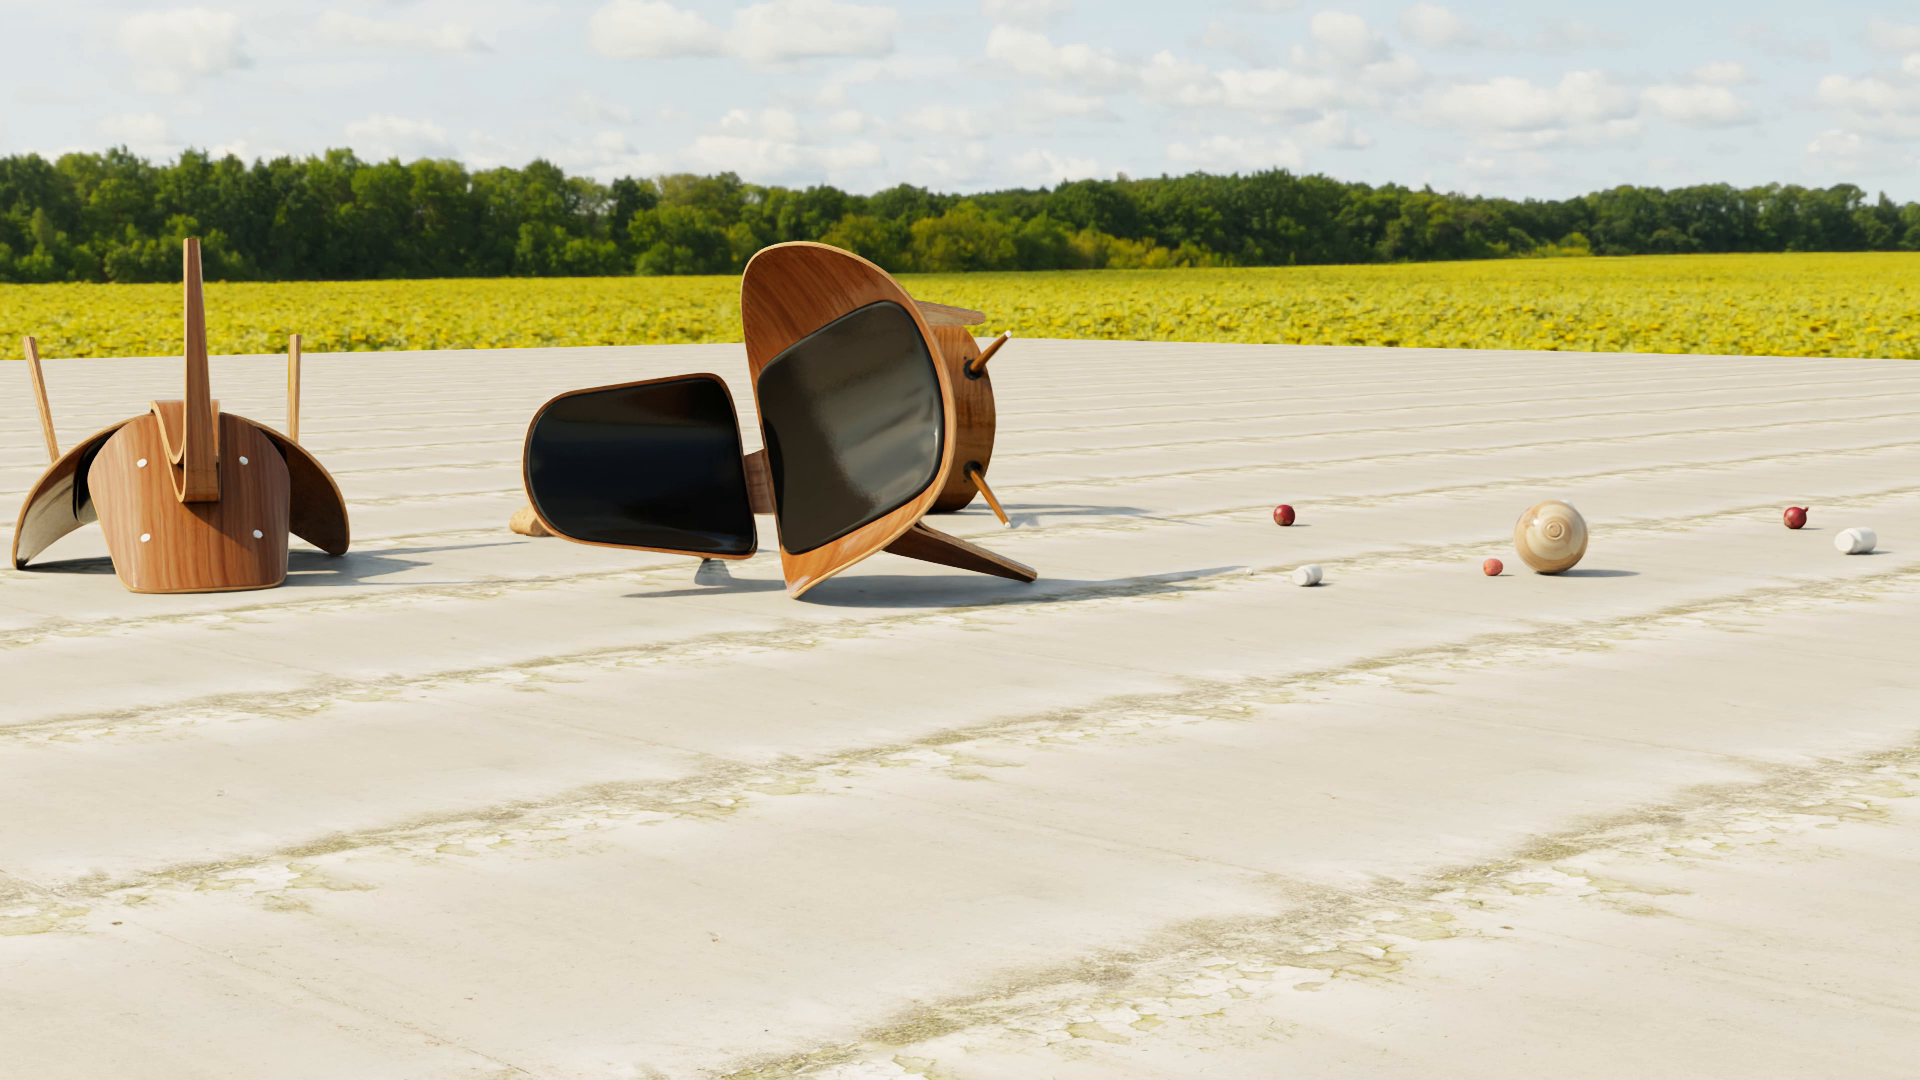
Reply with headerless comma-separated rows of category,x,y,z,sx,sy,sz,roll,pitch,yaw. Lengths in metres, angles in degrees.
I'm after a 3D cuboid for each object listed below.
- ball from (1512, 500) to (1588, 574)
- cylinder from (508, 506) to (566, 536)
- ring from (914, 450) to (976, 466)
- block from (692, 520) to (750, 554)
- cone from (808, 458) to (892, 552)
ball,1.307,-0.007,5.677,0.164,0.164,0.164,0,6,0
cylinder,-1.077,-0.048,6.542,0.106,0.065,0.125,-26,19,-32
ring,-0.053,-0.288,8.966,0.254,0.050,0.132,4,6,39
block,-0.574,-0.007,6.153,0.086,0.067,0.114,-5,8,-42
cone,-0.295,-0.039,6.258,0.206,0.250,0.235,18,-26,-9
